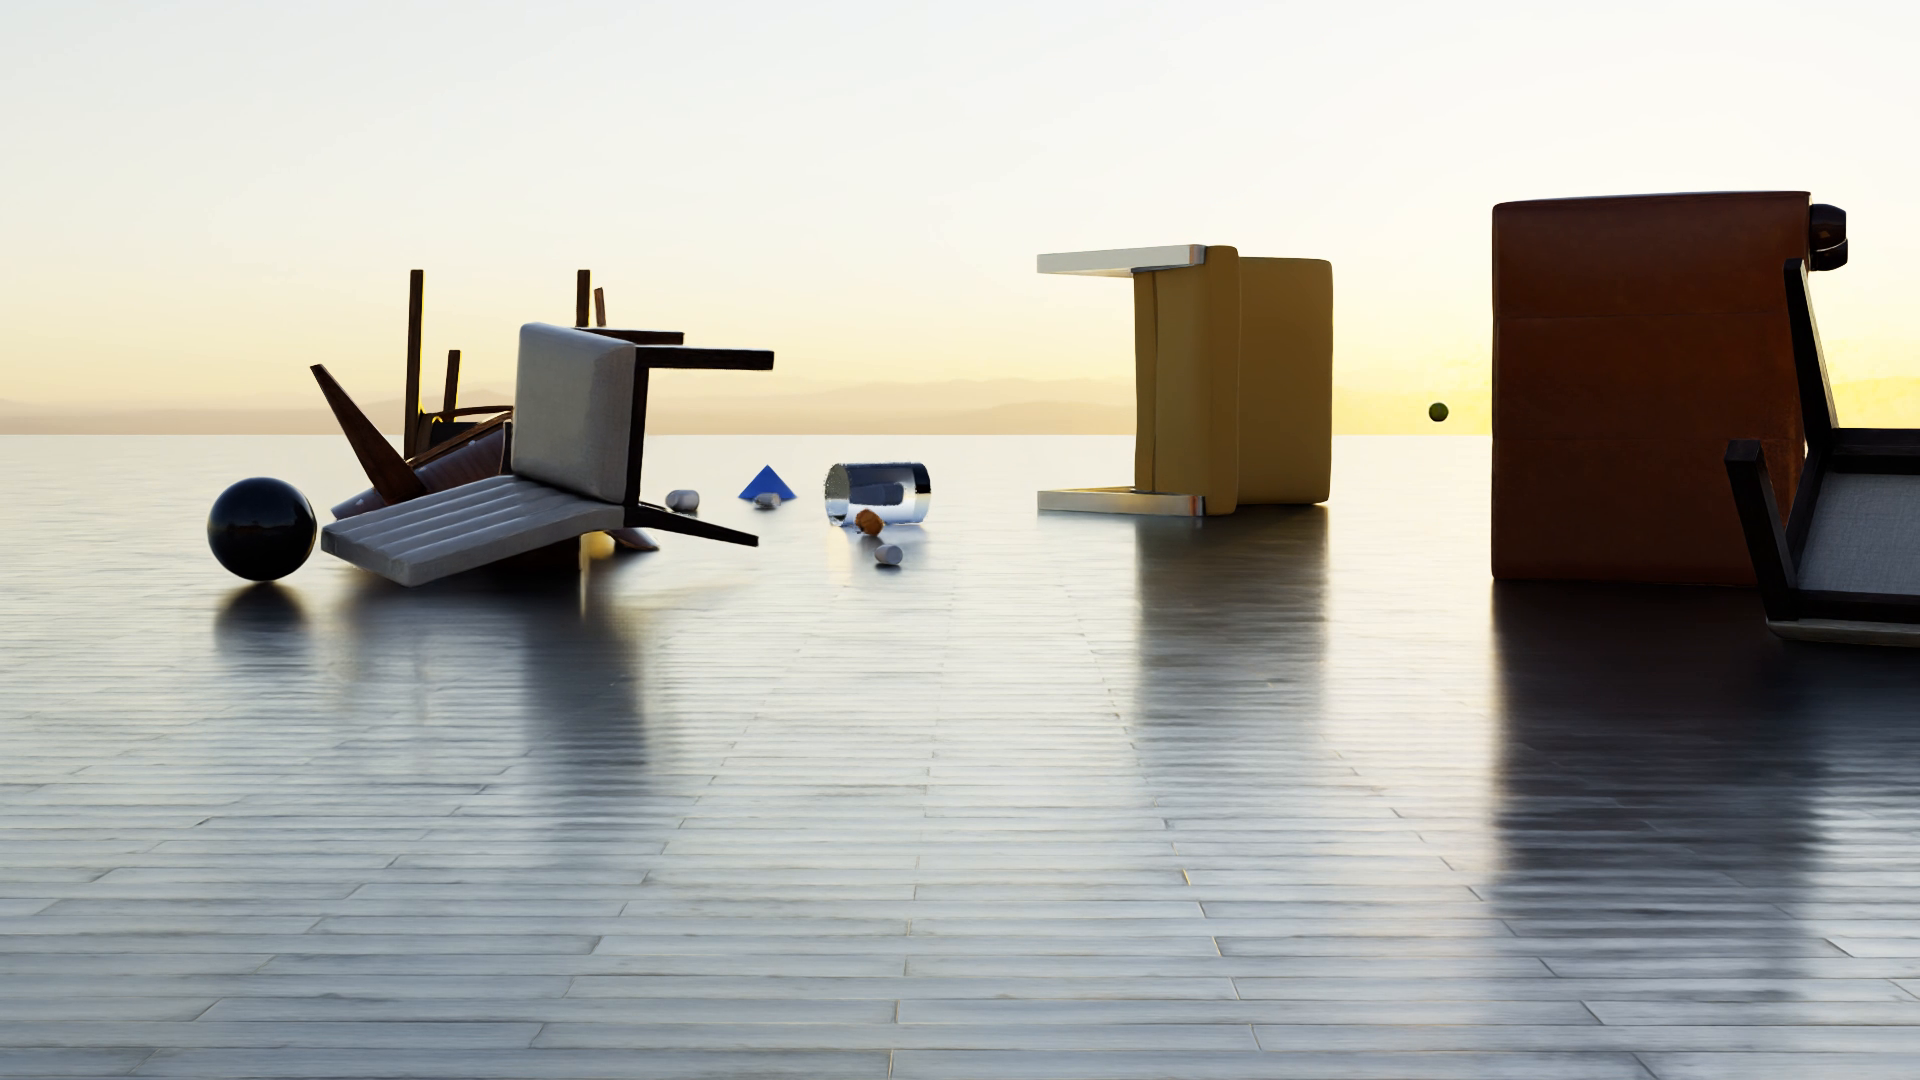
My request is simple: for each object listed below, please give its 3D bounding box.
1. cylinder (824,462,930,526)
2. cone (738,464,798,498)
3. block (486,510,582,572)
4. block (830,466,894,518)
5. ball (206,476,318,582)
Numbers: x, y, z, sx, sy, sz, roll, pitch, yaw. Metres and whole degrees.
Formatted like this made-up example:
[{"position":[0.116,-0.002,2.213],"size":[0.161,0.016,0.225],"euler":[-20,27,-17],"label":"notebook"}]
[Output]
[{"position":[-0.272,-0.153,7.265],"size":[0.297,0.210,0.188],"euler":[-2,27,-29],"label":"cylinder"},{"position":[-0.798,-0.247,9.123],"size":[0.257,0.140,0.193],"euler":[1,4,8],"label":"cone"},{"position":[-1.059,0.002,5.475],"size":[0.218,0.135,0.143],"euler":[-3,4,-8],"label":"block"},{"position":[-0.347,-0.172,7.794],"size":[0.195,0.170,0.121],"euler":[3,5,34],"label":"block"},{"position":[-1.625,-0.026,5.119],"size":[0.248,0.248,0.248],"euler":[0,4,0],"label":"ball"}]
